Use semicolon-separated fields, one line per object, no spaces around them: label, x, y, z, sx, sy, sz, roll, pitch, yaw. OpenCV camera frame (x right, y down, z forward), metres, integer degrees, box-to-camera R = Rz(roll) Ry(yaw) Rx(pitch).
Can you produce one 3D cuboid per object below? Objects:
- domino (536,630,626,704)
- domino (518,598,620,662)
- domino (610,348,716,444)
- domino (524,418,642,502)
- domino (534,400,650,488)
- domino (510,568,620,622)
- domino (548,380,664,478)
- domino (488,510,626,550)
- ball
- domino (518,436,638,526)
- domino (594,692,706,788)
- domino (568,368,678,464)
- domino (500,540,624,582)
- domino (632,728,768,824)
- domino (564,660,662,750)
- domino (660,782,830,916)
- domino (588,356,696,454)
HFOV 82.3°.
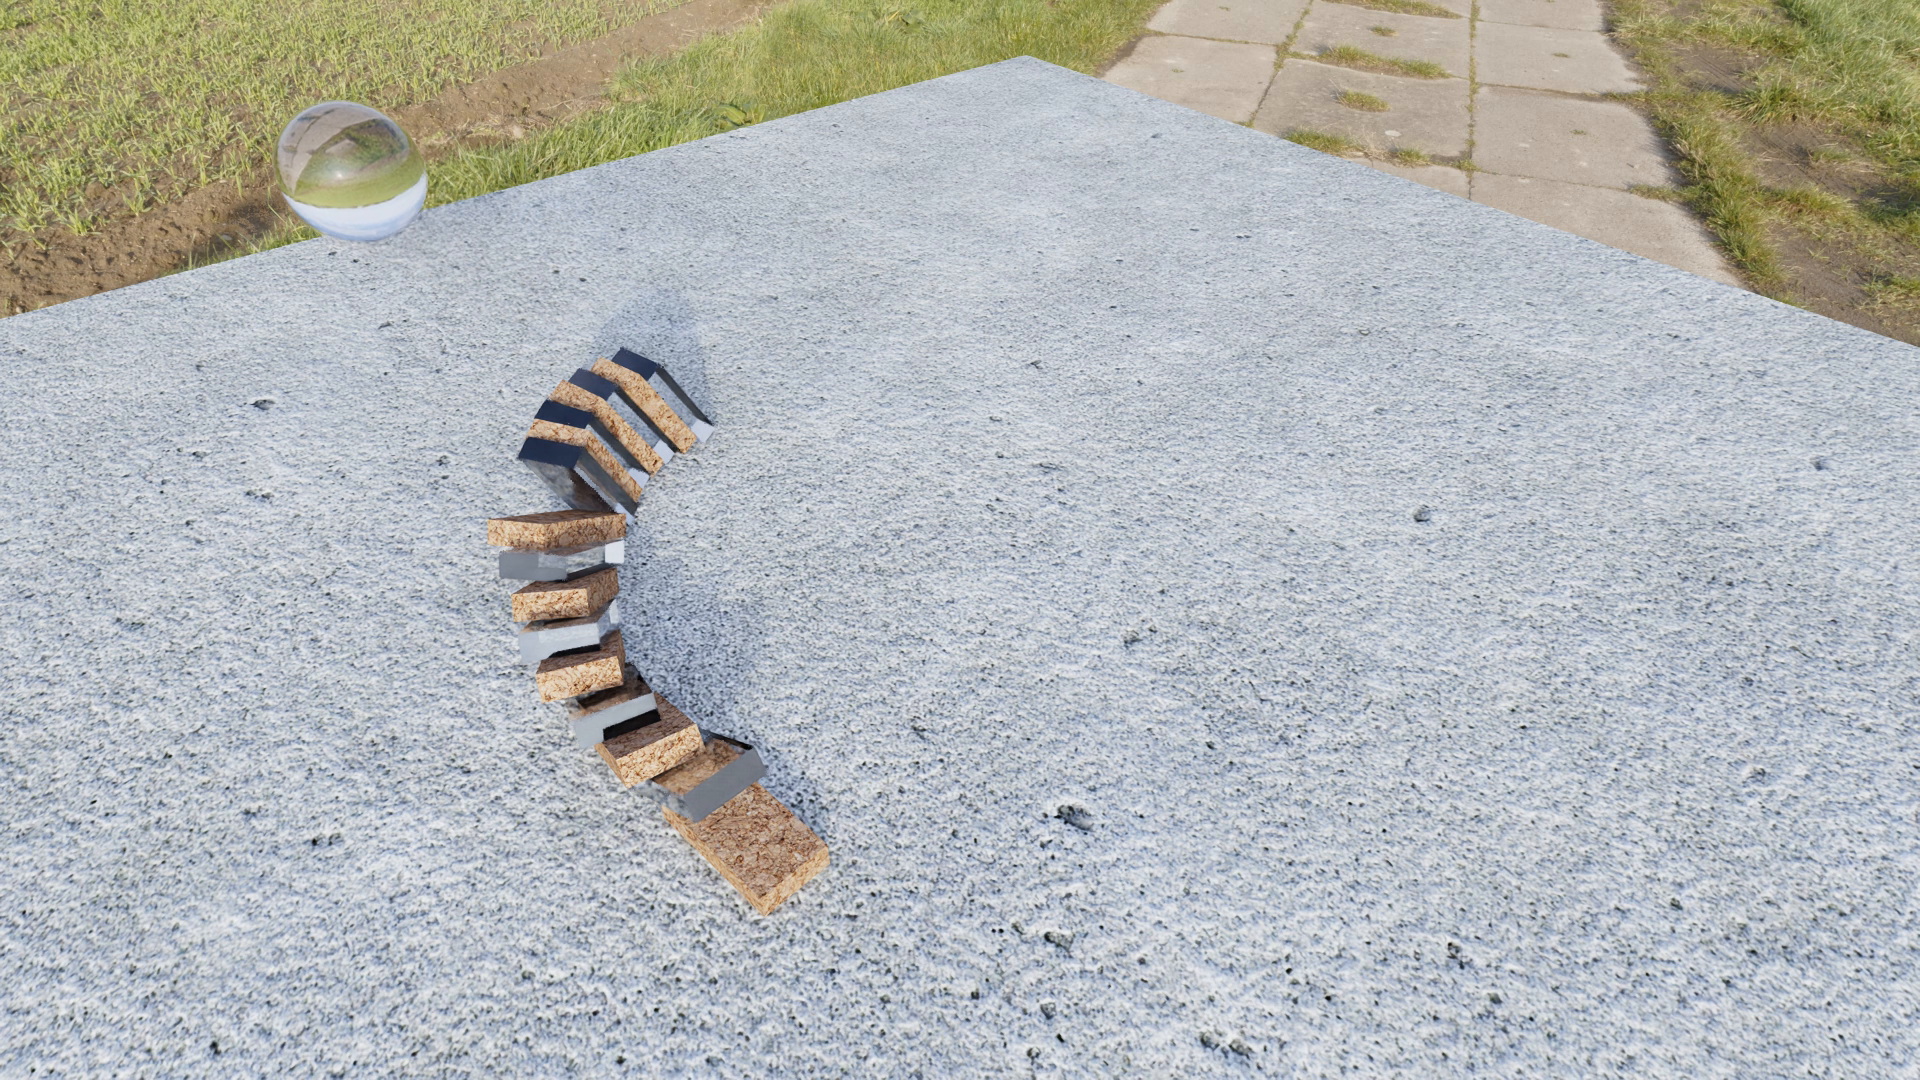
domino;-0.127;0.042;0.372;0.025;0.009;0.050;-12;9;-15
domino;-0.136;0.031;0.386;0.025;0.010;0.050;-8;8;-9
domino;-0.132;-0.064;0.490;0.025;0.050;0.009;25;73;27
domino;-0.153;-0.031;0.450;0.025;0.050;0.010;13;68;15
domino;-0.153;-0.039;0.460;0.025;0.050;0.010;17;70;20
domino;-0.142;0.019;0.400;0.025;0.010;0.050;-4;7;-5
domino;-0.150;-0.047;0.470;0.025;0.050;0.009;25;73;27
domino;-0.155;-0.004;0.427;0.025;0.010;0.050;5;7;18
ball;-0.361;-0.218;0.654;0.080;0.080;0.080;0;39;0
domino;-0.152;-0.023;0.440;0.025;0.050;0.009;11;68;15
domino;-0.101;0.062;0.349;0.025;0.009;0.050;-23;15;-25
domino;-0.146;-0.053;0.478;0.025;0.050;0.010;25;73;27
domino;-0.149;0.007;0.415;0.025;0.010;0.050;3;7;6
domino;-0.082;0.071;0.338;0.025;0.009;0.050;-33;19;-32
domino;-0.115;0.053;0.360;0.025;0.010;0.050;-19;13;-21
domino;-0.066;0.089;0.335;0.050;0.010;0.025;31;49;32
domino;-0.139;-0.059;0.484;0.025;0.050;0.009;25;73;27
